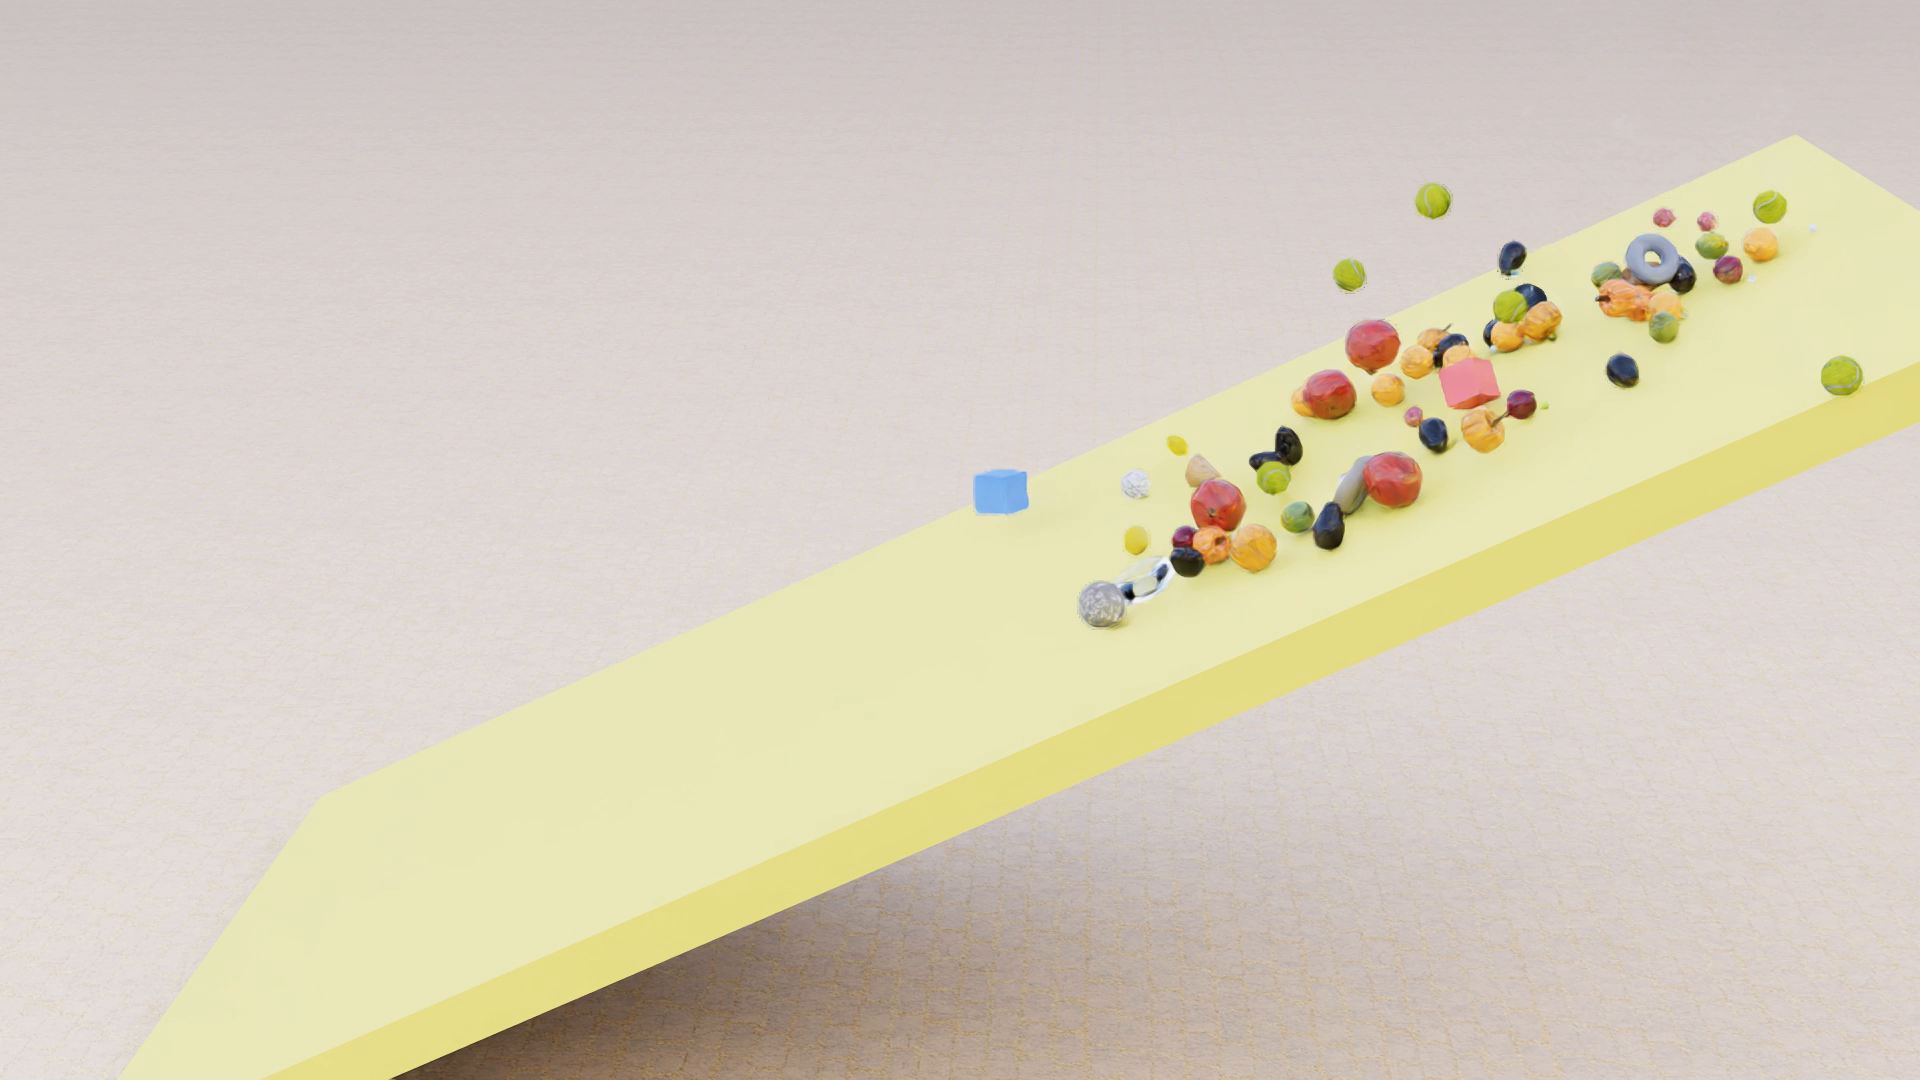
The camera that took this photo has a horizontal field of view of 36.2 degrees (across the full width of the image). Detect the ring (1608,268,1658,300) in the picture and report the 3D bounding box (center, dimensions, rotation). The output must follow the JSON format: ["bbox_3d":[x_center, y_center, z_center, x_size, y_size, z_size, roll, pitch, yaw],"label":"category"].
[{"bbox_3d":[1.441,-0.552,6.267,0.128,0.043,0.128,-27,16,8],"label":"ring"}]

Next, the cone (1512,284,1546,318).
[{"bbox_3d":[1.243,-0.509,6.458,0.076,0.076,0.076,1,56,-1],"label":"cone"}]

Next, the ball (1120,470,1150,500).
[{"bbox_3d":[0.391,-0.124,6.559,0.066,0.066,0.066,0,16,0],"label":"ball"}]

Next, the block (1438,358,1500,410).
[{"bbox_3d":[1.033,-0.317,5.969,0.080,0.080,0.080,-25,-18,39],"label":"block"}]

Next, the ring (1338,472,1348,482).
[{"bbox_3d":[0.790,-0.121,5.849,0.076,0.025,0.076,-7,12,1],"label":"ring"}]

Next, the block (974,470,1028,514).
[{"bbox_3d":[0.095,-0.111,6.796,0.088,0.088,0.088,4,12,35],"label":"block"}]

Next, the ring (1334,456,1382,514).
[{"bbox_3d":[0.770,-0.107,5.701,0.043,0.129,0.129,35,27,16],"label":"ring"}]

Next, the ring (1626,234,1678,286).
[{"bbox_3d":[1.428,-0.578,6.064,0.114,0.114,0.038,-3,-16,-10],"label":"ring"}]

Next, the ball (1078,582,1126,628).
[{"bbox_3d":[0.278,0.127,5.751,0.092,0.092,0.092,0,16,0],"label":"ball"}]

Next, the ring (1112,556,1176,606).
[{"bbox_3d":[0.363,0.081,5.852,0.143,0.048,0.143,-27,15,8],"label":"ring"}]

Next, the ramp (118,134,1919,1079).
[{"bbox_3d":[0.136,0.169,6.282,4.000,0.100,2.000,-24,13,9],"label":"ramp"}]
